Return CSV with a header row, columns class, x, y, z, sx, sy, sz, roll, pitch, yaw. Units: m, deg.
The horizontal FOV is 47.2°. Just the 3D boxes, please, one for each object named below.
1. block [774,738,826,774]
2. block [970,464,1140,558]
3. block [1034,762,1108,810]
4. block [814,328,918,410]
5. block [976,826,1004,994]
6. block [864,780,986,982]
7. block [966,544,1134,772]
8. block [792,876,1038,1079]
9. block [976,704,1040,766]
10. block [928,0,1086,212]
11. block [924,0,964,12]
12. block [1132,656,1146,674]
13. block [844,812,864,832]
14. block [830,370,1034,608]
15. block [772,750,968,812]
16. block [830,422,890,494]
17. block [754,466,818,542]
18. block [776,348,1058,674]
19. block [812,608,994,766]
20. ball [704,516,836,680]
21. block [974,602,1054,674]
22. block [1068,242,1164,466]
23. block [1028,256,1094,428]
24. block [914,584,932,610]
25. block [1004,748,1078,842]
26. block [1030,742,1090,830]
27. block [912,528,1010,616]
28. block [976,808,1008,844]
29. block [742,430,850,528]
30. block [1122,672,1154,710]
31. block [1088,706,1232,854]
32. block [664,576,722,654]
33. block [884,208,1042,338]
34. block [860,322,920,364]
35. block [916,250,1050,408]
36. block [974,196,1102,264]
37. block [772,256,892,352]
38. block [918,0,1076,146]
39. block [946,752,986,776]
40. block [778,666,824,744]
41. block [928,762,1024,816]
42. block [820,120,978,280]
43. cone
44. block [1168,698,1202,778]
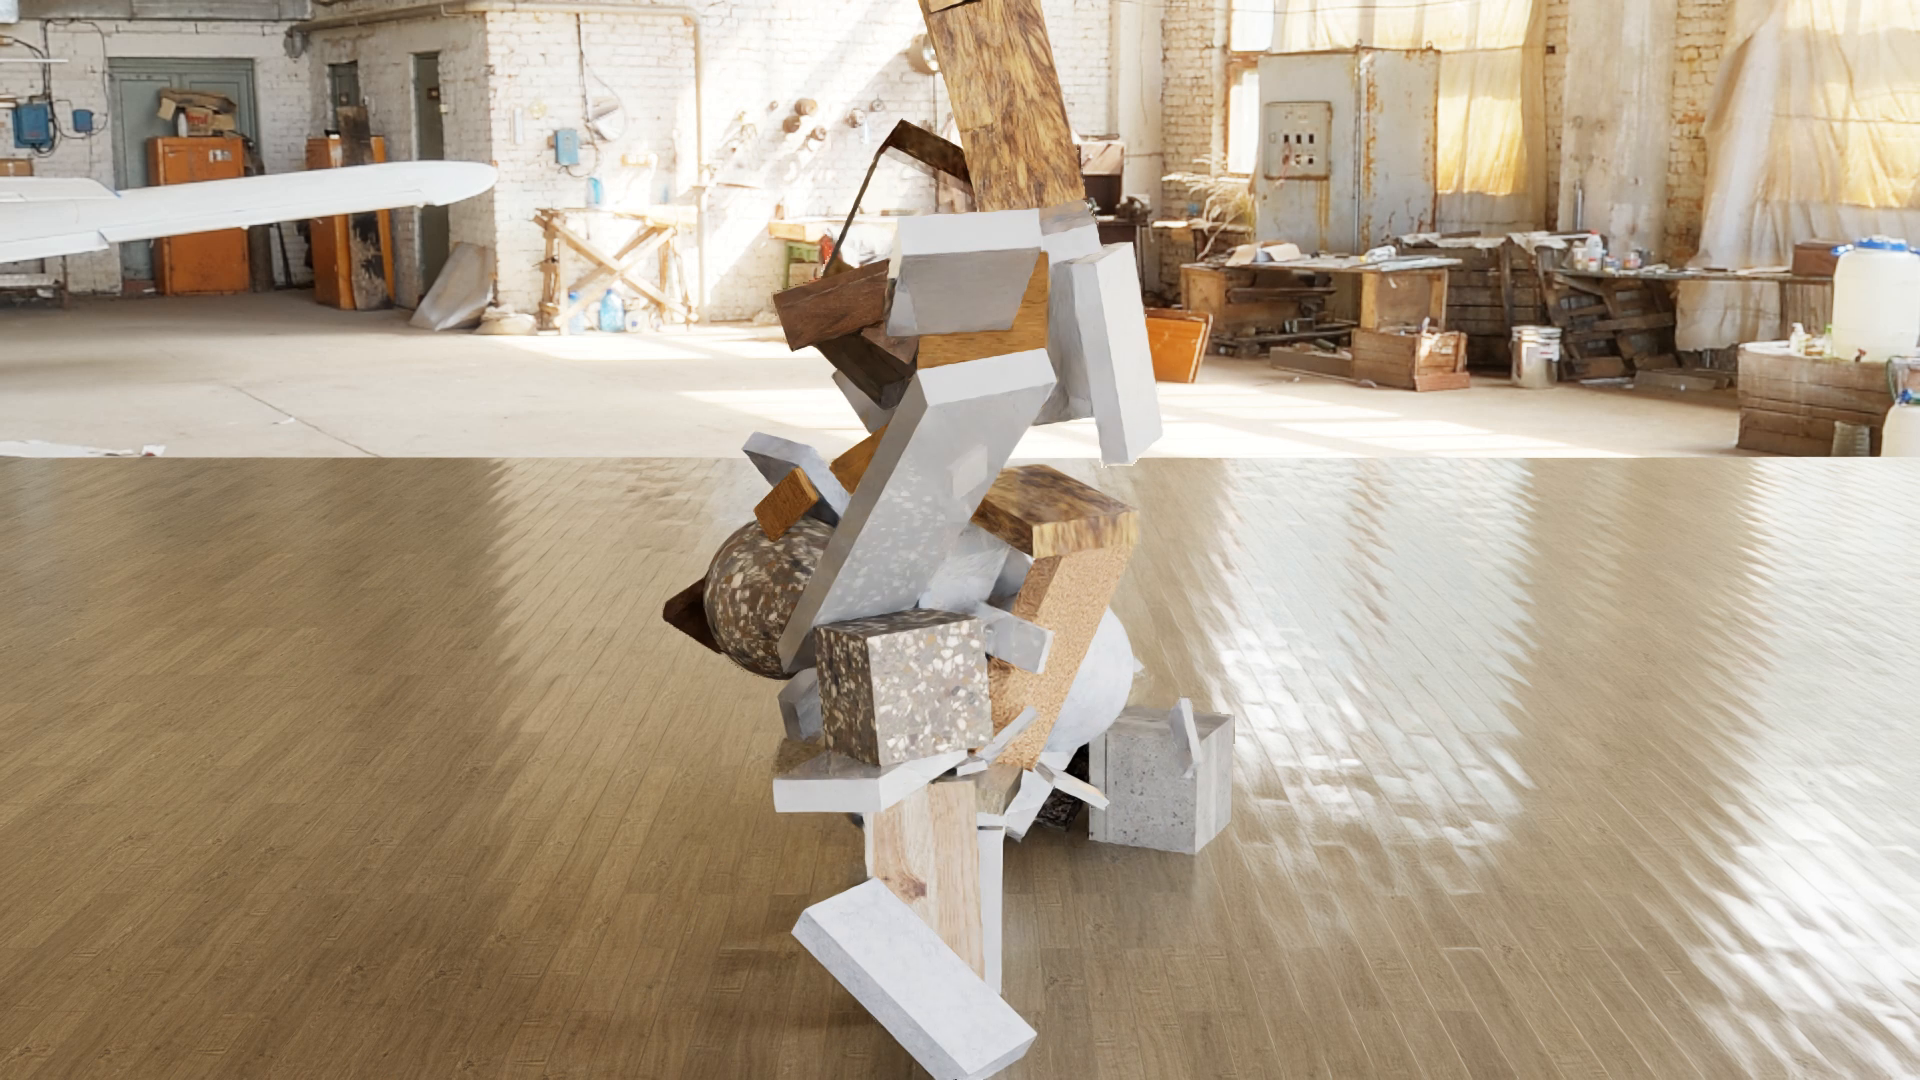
class,x,y,z,sx,sy,sz,roll,pitch,yaw
block,-0.237,0.339,3.395,0.100,0.050,0.014,6,-21,33
block,0.118,-0.048,3.311,0.169,0.048,0.338,-8,17,-21
block,0.176,0.386,3.459,0.115,0.016,0.058,28,6,-31
block,-0.126,-0.318,3.752,0.153,0.043,0.306,-18,32,-19
block,0.001,0.544,3.244,0.121,0.243,0.034,1,3,3
block,-0.052,0.514,3.173,0.162,0.323,0.046,-3,-6,-2
block,0.133,0.164,3.481,0.048,0.400,0.169,26,3,38
block,-0.063,0.607,3.009,0.323,0.046,0.162,41,30,23
block,0.074,0.301,3.374,0.115,0.016,0.058,-42,-13,-4
block,0.072,-0.653,3.294,0.163,0.326,0.046,-13,25,6
block,-0.002,-0.894,3.345,0.163,0.046,0.326,-20,30,-1
block,0.252,0.265,4.302,0.117,0.033,0.234,40,38,17
block,-0.050,0.436,3.931,0.300,0.037,0.131,-28,28,-23
block,0.024,-0.037,3.988,0.153,0.717,0.043,-22,17,40
block,-0.125,0.330,3.177,0.162,0.046,0.323,-3,7,22
block,-0.087,-0.141,3.821,0.153,0.043,0.306,23,-30,-26
block,-0.289,-0.058,3.642,0.018,0.065,0.130,-12,-23,-47
block,-0.084,-0.012,3.013,0.166,0.047,0.932,-12,-19,-20
block,-0.083,0.209,3.184,0.183,0.183,0.183,-9,7,-28
ball,-0.307,0.101,3.906,0.297,0.297,0.297,0,11,0
block,0.076,0.151,3.374,0.135,0.067,0.019,22,13,31
block,0.242,-0.288,3.386,0.044,0.312,0.156,-3,17,26
block,0.150,-0.347,3.568,0.156,0.312,0.044,-9,17,-1
block,-0.057,0.092,3.355,0.019,0.135,0.068,-7,54,-5
block,0.115,0.408,3.873,0.114,0.032,0.228,32,59,5
block,0.187,0.432,4.104,0.132,0.037,0.264,4,38,27
block,-0.048,0.120,3.518,0.169,0.338,0.048,-12,54,-30
block,0.000,0.503,3.426,0.121,0.243,0.034,7,7,-5
block,-0.257,-0.075,3.925,0.146,0.292,0.041,16,63,40
block,0.266,0.289,4.128,0.114,0.032,0.262,10,13,22
block,0.364,0.430,3.979,0.201,0.201,0.201,5,12,24
block,-0.402,0.102,4.147,0.292,0.041,0.146,-31,-48,26
block,-0.002,-0.330,2.751,0.166,0.047,0.333,-4,-11,-6
block,-0.074,-0.389,3.589,0.092,0.184,0.026,33,10,3
block,0.035,-0.285,2.975,0.166,0.047,0.333,-3,36,6
block,0.117,-0.490,3.404,0.156,0.044,0.312,-13,23,1
block,-0.152,-0.390,3.527,0.282,0.092,0.026,-18,-5,-2
block,0.055,-0.760,3.509,0.163,0.326,0.046,-20,7,-13
block,-0.027,0.330,3.380,0.050,0.014,0.191,-12,13,-26
block,-0.202,0.217,3.664,0.037,0.131,0.262,23,55,25
block,0.021,0.371,3.341,0.122,0.034,0.243,9,4,7
block,-0.056,-0.523,3.713,0.245,0.245,0.245,25,24,-3
cone,0.119,0.200,3.648,0.290,0.290,0.290,3,-7,15
block,0.366,0.322,3.574,0.016,0.115,0.058,2,-34,-17
